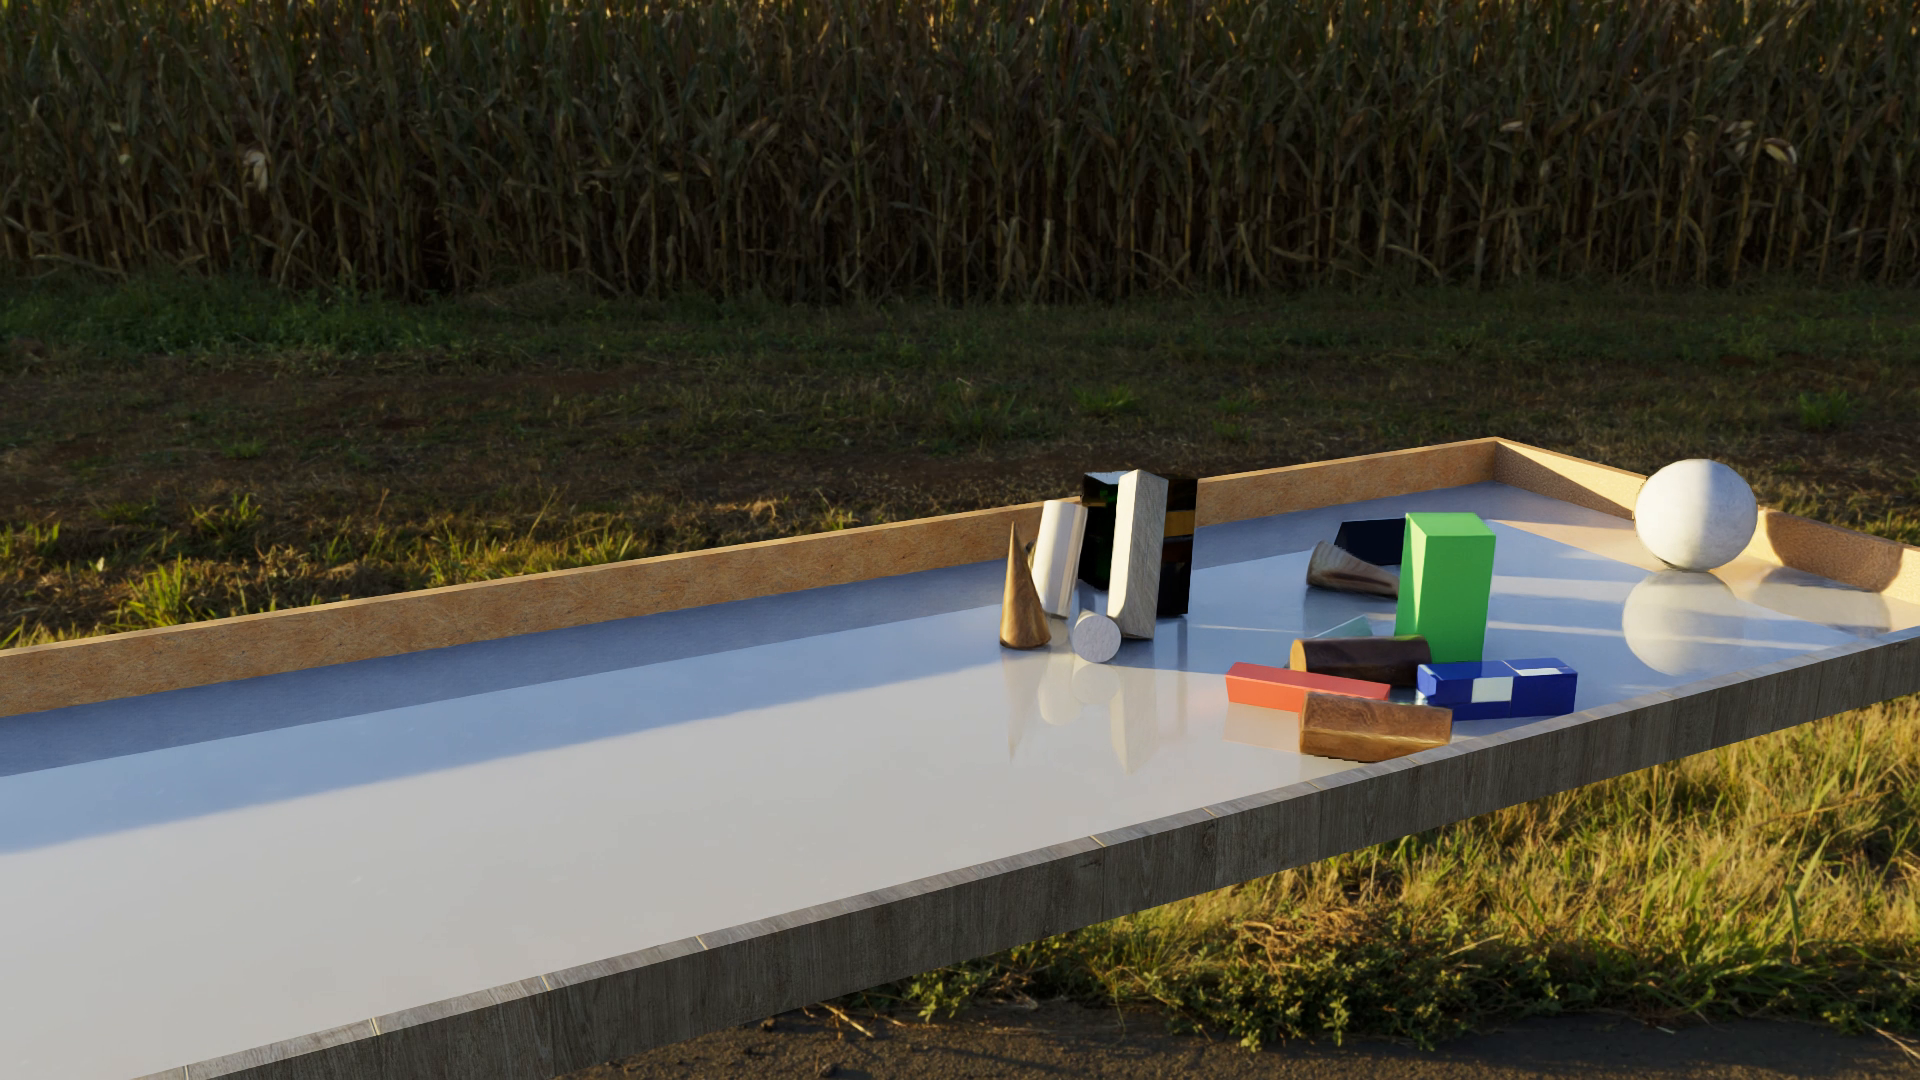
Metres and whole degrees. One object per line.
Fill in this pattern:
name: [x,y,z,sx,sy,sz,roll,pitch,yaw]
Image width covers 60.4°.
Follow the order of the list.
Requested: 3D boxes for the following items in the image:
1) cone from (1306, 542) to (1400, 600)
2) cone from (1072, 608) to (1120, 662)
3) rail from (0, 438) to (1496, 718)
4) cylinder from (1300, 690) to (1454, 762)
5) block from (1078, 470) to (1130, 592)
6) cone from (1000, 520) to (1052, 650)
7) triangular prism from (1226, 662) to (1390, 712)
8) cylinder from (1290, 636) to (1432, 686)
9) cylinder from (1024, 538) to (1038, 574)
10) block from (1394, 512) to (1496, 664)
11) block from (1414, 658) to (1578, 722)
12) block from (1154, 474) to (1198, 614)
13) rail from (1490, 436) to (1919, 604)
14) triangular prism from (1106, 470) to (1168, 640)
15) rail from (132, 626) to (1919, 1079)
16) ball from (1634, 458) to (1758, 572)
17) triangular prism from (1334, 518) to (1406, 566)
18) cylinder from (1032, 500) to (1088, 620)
cone: [1.240,0.133,4.781,0.444,0.138,0.138,19,23,26]
cone: [0.350,0.224,4.483,0.126,0.126,0.447,0,8,-1]
rail: [-3.305,0.497,3.399,12.000,0.150,0.050,-9,18,-27]
cylinder: [0.925,0.424,3.668,0.317,0.139,0.139,6,17,18]
block: [0.455,-0.028,4.872,0.143,0.320,0.143,-5,17,-24]
cone: [0.157,0.104,4.358,0.141,0.346,0.141,-6,22,2]
triangular prism: [0.831,0.351,3.936,0.373,0.098,0.085,7,49,24]
cylinder: [0.993,0.304,4.094,0.317,0.125,0.125,-2,16,-6]
cylinder: [0.242,0.088,4.853,0.114,0.114,0.306,1,16,3]
block: [1.258,0.124,4.288,0.178,0.352,0.178,0,20,-2]
block: [1.282,0.358,3.950,0.353,0.105,0.105,-2,17,-8]
block: [0.578,0.010,4.618,0.110,0.381,0.110,-1,11,-18]
rail: [2.466,-0.048,5.253,0.050,0.150,2.100,-9,18,-27]
triangular prism: [0.458,0.041,4.465,0.116,0.439,0.133,-2,-13,44]
rail: [-2.336,1.006,1.665,12.000,0.150,0.050,-9,18,-27]
ball: [2.233,-0.076,5.007,0.343,0.343,0.343,0,16,0]
triangular prism: [1.366,-0.009,5.147,0.373,0.127,0.146,-3,17,-11]
cylinder: [0.268,0.056,4.574,0.124,0.310,0.124,11,-9,2]
